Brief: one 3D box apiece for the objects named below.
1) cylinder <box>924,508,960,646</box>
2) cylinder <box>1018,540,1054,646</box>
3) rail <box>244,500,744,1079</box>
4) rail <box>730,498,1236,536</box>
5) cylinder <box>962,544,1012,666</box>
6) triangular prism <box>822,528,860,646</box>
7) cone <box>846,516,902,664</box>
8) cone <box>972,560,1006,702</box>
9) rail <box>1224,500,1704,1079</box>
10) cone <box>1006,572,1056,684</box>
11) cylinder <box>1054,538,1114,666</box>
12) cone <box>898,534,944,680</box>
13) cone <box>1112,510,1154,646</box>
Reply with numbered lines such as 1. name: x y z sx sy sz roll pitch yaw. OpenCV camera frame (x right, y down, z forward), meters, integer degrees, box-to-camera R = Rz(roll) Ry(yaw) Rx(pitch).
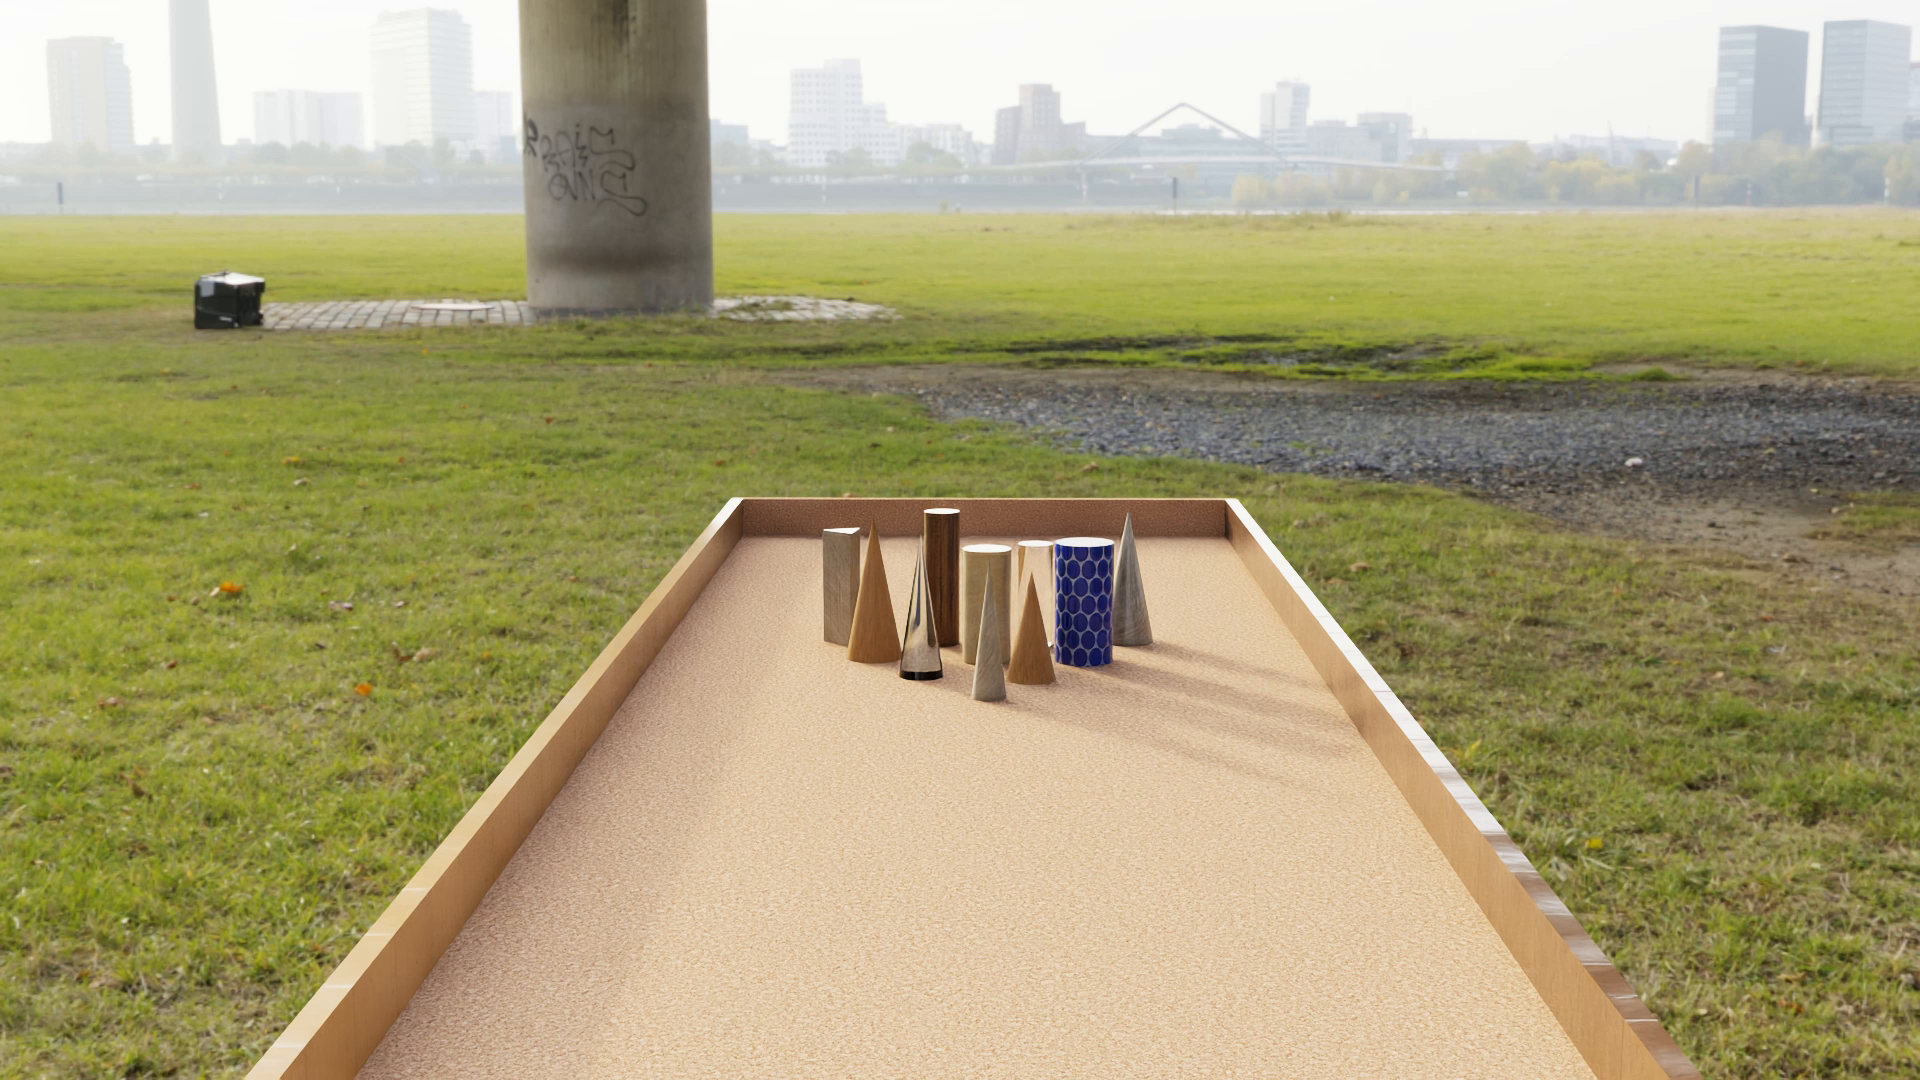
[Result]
1. cylinder: -0.057 0.118 6.915 0.111 0.422 0.111 0 9 0
2. cylinder: 0.237 0.170 6.913 0.110 0.321 0.110 0 9 0
3. rail: -1.004 0.839 3.234 0.050 0.150 12.000 0 9 1
4. rail: 0.099 -0.098 9.147 2.100 0.150 0.050 0 9 1
5. cylinder: 0.081 0.197 6.662 0.147 0.346 0.147 0 9 0
6. triangular prism: -0.353 0.144 6.958 0.121 0.357 0.105 7 12 38
7. cone: -0.263 0.141 6.706 0.173 0.442 0.173 0 9 0
8. cone: 0.082 0.248 6.172 0.100 0.399 0.100 0 9 0
9. rail: 1.046 0.843 3.208 0.050 0.150 12.000 0 9 1
10. cone: 0.208 0.247 6.411 0.145 0.325 0.145 0 9 0
11. cylinder: 0.376 0.186 6.670 0.179 0.365 0.179 0 9 0
12. cone: -0.115 0.190 6.450 0.134 0.426 0.134 0 9 0
13. cone: 0.530 0.111 6.949 0.169 0.426 0.169 0 9 0
